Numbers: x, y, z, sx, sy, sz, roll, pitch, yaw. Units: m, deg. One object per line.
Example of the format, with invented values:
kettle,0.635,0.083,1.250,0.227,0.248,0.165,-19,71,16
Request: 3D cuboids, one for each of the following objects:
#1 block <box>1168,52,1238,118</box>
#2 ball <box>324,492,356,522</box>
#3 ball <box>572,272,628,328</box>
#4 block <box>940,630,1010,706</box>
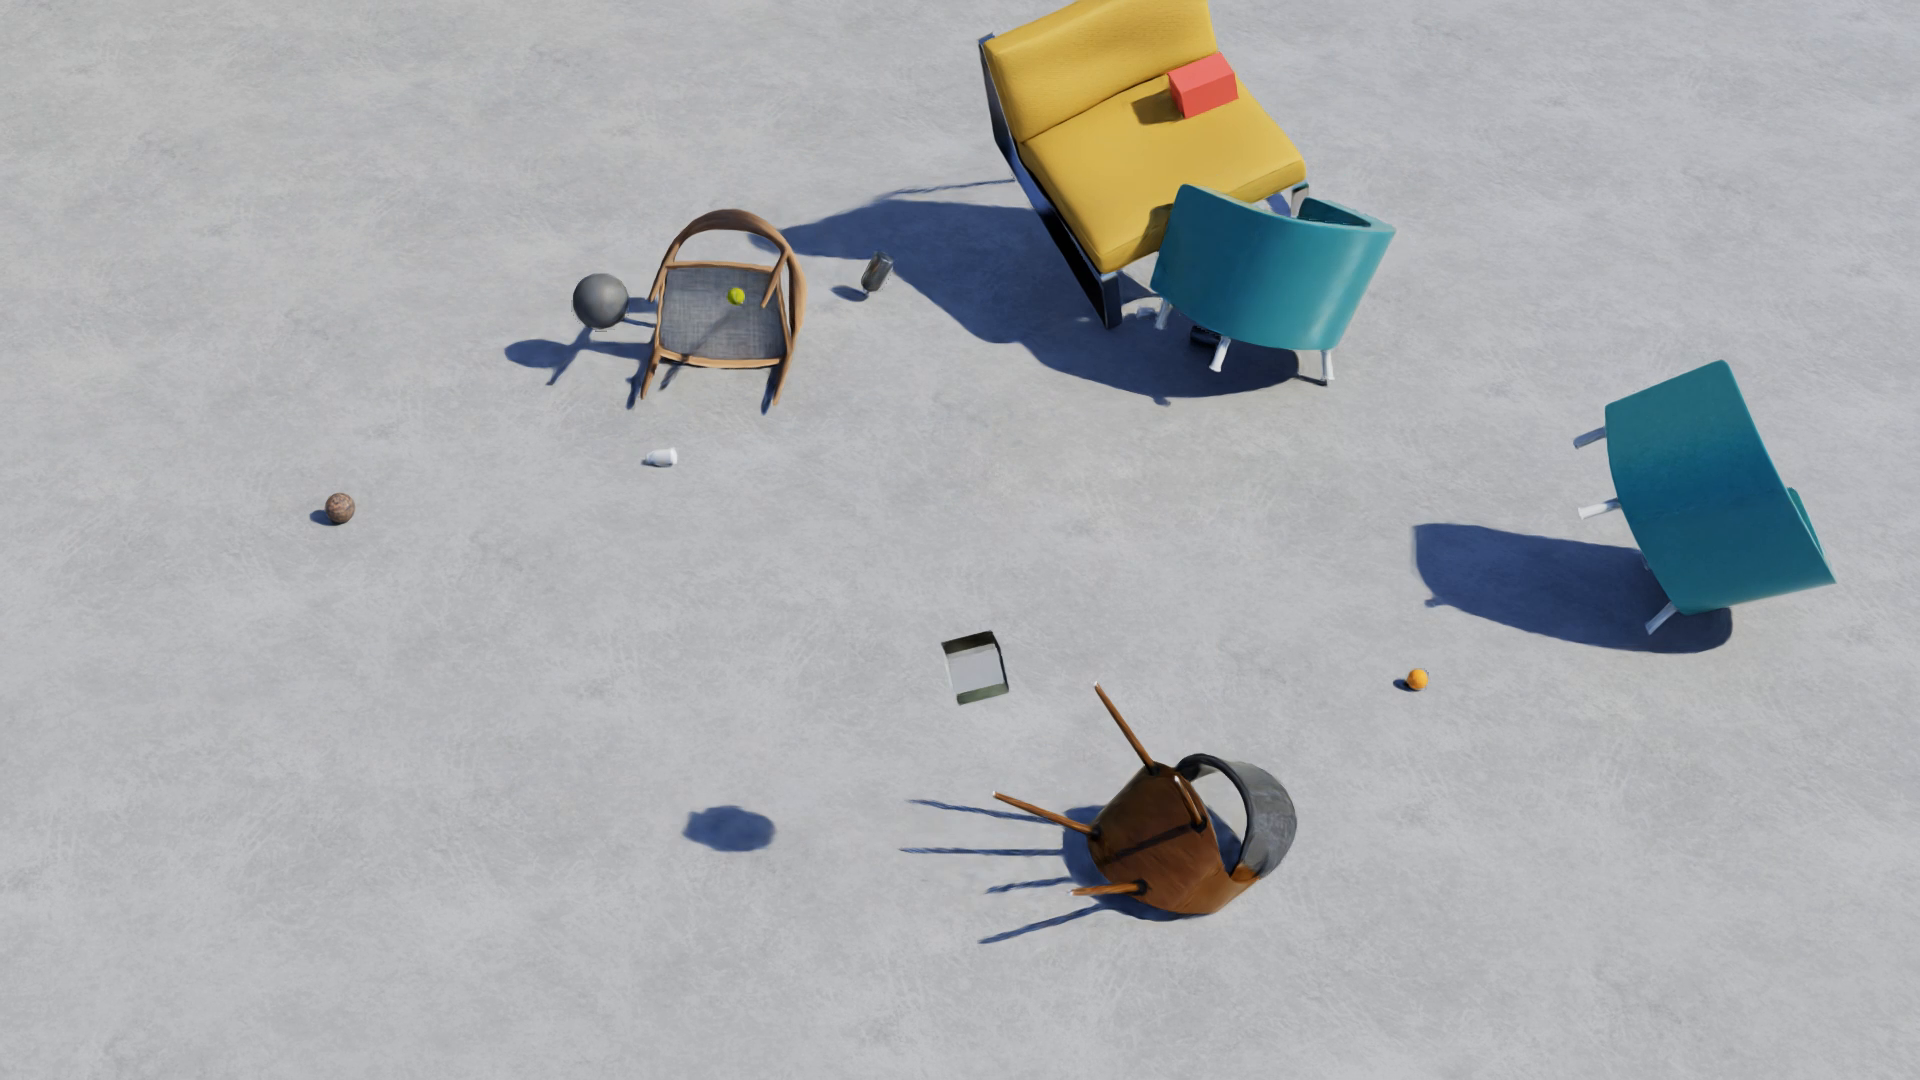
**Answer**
block,1.002,-1.873,12.087,0.238,0.145,0.146,-22,50,-5
ball,-2.331,-0.122,11.027,0.113,0.113,0.113,0,33,0
ball,-1.453,-0.967,11.851,0.228,0.228,0.228,0,33,0
block,0.045,0.383,8.792,0.158,0.149,0.155,-14,20,-5
